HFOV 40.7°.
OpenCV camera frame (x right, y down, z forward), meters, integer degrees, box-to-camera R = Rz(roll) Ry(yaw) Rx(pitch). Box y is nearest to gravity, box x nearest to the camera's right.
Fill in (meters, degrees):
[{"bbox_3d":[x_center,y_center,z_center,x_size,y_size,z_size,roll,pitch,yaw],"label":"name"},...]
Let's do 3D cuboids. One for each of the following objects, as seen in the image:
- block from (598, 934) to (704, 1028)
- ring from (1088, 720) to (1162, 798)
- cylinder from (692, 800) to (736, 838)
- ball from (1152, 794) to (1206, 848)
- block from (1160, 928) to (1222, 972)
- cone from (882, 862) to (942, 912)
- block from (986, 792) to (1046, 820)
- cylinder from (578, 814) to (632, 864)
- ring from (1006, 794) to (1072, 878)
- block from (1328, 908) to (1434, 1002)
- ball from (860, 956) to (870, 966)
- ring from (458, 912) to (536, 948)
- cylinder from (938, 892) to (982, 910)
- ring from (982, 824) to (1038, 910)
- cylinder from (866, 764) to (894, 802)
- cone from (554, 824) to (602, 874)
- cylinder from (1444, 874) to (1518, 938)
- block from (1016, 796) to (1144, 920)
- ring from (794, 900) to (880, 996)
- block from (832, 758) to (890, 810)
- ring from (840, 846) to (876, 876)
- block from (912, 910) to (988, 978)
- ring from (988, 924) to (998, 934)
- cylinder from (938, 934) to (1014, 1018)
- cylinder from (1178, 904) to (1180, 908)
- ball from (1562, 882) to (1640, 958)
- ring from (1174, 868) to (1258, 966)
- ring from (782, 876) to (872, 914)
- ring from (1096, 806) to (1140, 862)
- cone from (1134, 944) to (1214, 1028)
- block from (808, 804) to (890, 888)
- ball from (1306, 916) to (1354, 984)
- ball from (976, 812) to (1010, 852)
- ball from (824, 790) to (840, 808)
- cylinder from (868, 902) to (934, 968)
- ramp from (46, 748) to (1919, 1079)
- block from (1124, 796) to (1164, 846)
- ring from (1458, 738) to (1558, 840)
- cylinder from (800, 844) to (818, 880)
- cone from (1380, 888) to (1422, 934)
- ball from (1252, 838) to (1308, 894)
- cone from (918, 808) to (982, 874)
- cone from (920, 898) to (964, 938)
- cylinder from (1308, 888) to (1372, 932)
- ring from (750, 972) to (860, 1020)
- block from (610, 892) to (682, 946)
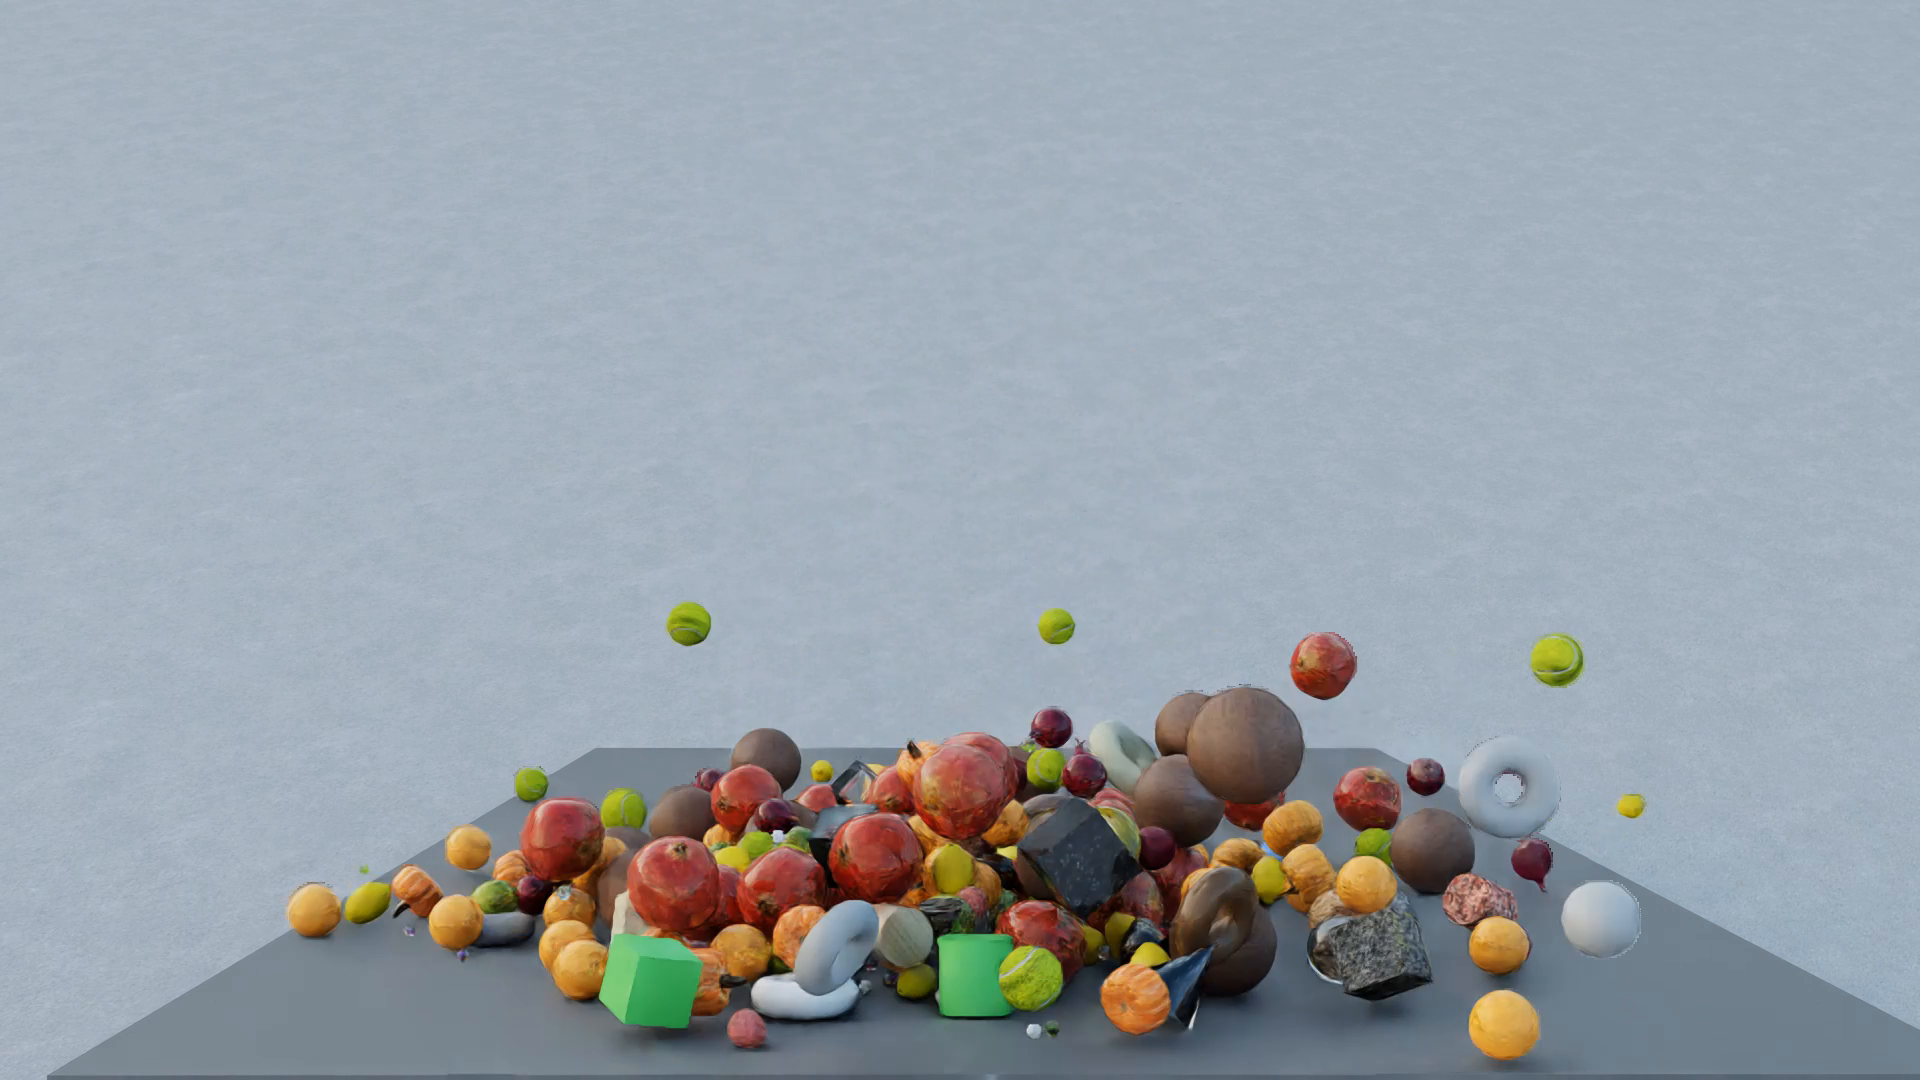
[{"bbox_3d":[-0.341,0.486,2.851,0.077,0.077,0.077,11,6,-30],"label":"block"},{"bbox_3d":[0.267,0.354,4.169,0.146,0.049,0.146,37,24,-20],"label":"ring"},{"bbox_3d":[-0.446,0.506,4.677,0.069,0.069,0.069,0,29,3],"label":"cylinder"},{"bbox_3d":[0.385,0.493,4.538,0.095,0.095,0.095,0,29,0],"label":"ball"},{"bbox_3d":[0.291,0.501,3.184,0.054,0.054,0.054,-16,60,-30],"label":"block"},{"bbox_3d":[-0.069,0.478,3.639,0.085,0.085,0.085,-1,30,-2],"label":"cone"},{"bbox_3d":[0.106,0.496,4.574,0.087,0.087,0.087,0,0,39],"label":"block"},{"bbox_3d":[-0.592,0.500,4.316,0.080,0.080,0.080,0,28,-16],"label":"cylinder"},{"bbox_3d":[0.139,0.445,3.864,0.141,0.141,0.047,4,20,7],"label":"ring"},{"bbox_3d":[0.491,0.484,3.016,0.079,0.079,0.079,-25,61,26],"label":"block"},{"bbox_3d":[-0.140,0.511,3.282,0.066,0.066,0.066,0,29,0],"label":"ball"},{"bbox_3d":[-0.625,0.526,3.490,0.103,0.034,0.103,-5,1,0],"label":"ring"},{"bbox_3d":[-0.004,0.516,3.567,0.054,0.054,0.054,-16,7,-26],"label":"cylinder"},{"bbox_3d":[0.080,0.475,3.753,0.046,0.138,0.138,29,39,21],"label":"ring"},{"bbox_3d":[-0.144,0.418,4.437,0.052,0.052,0.052,6,67,10],"label":"cylinder"},{"bbox_3d":[-0.572,0.490,3.995,0.080,0.080,0.080,-11,62,21],"label":"cone"},{"bbox_3d":[0.691,0.485,3.435,0.070,0.070,0.070,26,10,-39],"label":"cylinder"},{"bbox_3d":[0.140,0.375,3.053,0.093,0.093,0.093,-38,12,-9],"label":"block"},{"bbox_3d":[-0.131,0.432,2.744,0.038,0.115,0.115,35,42,24],"label":"ring"},{"bbox_3d":[-0.162,0.410,4.226,0.063,0.063,0.063,-46,21,7],"label":"block"},{"bbox_3d":[-0.196,0.522,4.216,0.118,0.039,0.118,0,0,0],"label":"ring"},{"bbox_3d":[-0.012,0.506,3.245,0.076,0.076,0.076,0,0,19],"label":"block"},{"bbox_3d":[0.014,0.531,3.479,0.078,0.026,0.078,1,-1,0],"label":"ring"},{"bbox_3d":[0.018,0.500,2.975,0.086,0.086,0.086,0,-3,0],"label":"cylinder"},{"bbox_3d":[0.319,0.514,3.421,0.060,0.060,0.060,0,0,0],"label":"cylinder"},{"bbox_3d":[0.720,0.426,2.908,0.085,0.085,0.085,0,29,0],"label":"ball"},{"bbox_3d":[0.292,0.428,2.943,0.122,0.122,0.041,-24,36,-36],"label":"ring"},{"bbox_3d":[-0.195,0.521,3.798,0.131,0.044,0.131,-3,0,0],"label":"ring"},{"bbox_3d":[0.181,0.409,3.390,0.043,0.128,0.128,35,4,-40],"label":"ring"},{"bbox_3d":[0.256,0.483,2.892,0.088,0.088,0.088,-48,39,2],"label":"cone"},{"bbox_3d":[-0.145,0.400,3.384,0.076,0.076,0.076,-6,25,16],"label":"block"},{"bbox_3d":[0.467,0.503,3.170,0.083,0.083,0.083,0,29,0],"label":"ball"},{"bbox_3d":[0.056,0.506,4.473,0.070,0.070,0.070,0,29,0],"label":"ball"},{"bbox_3d":[-0.241,0.512,5.056,0.053,0.053,0.053,0,29,0],"label":"ball"},{"bbox_3d":[-0.077,0.466,3.051,0.069,0.069,0.069,-15,5,-25],"label":"cylinder"},{"bbox_3d":[0.066,0.590,4.642,2.000,0.100,4.000,0,0,0],"label":"ramp"},{"bbox_3d":[0.347,0.502,4.619,0.076,0.076,0.076,0,0,-43],"label":"block"},{"bbox_3d":[0.783,0.354,3.688,0.144,0.144,0.048,-1,-6,-1],"label":"ring"},{"bbox_3d":[-0.218,0.510,4.041,0.061,0.061,0.061,2,1,0],"label":"cylinder"},{"bbox_3d":[0.579,0.526,3.540,0.076,0.076,0.076,-28,23,20],"label":"cone"},{"bbox_3d":[0.488,0.499,3.954,0.085,0.085,0.085,0,29,0],"label":"ball"},{"bbox_3d":[-0.034,0.396,3.575,0.097,0.097,0.097,-17,45,17],"label":"cone"},{"bbox_3d":[-0.021,0.457,3.057,0.053,0.053,0.053,-2,12,0],"label":"cone"},{"bbox_3d":[0.490,0.496,3.306,0.082,0.082,0.082,1,8,3],"label":"cylinder"},{"bbox_3d":[-0.178,0.524,2.974,0.126,0.042,0.126,0,-2,0],"label":"ring"},{"bbox_3d":[-0.388,0.475,3.190,0.068,0.068,0.068,11,-16,-18],"label":"block"}]
